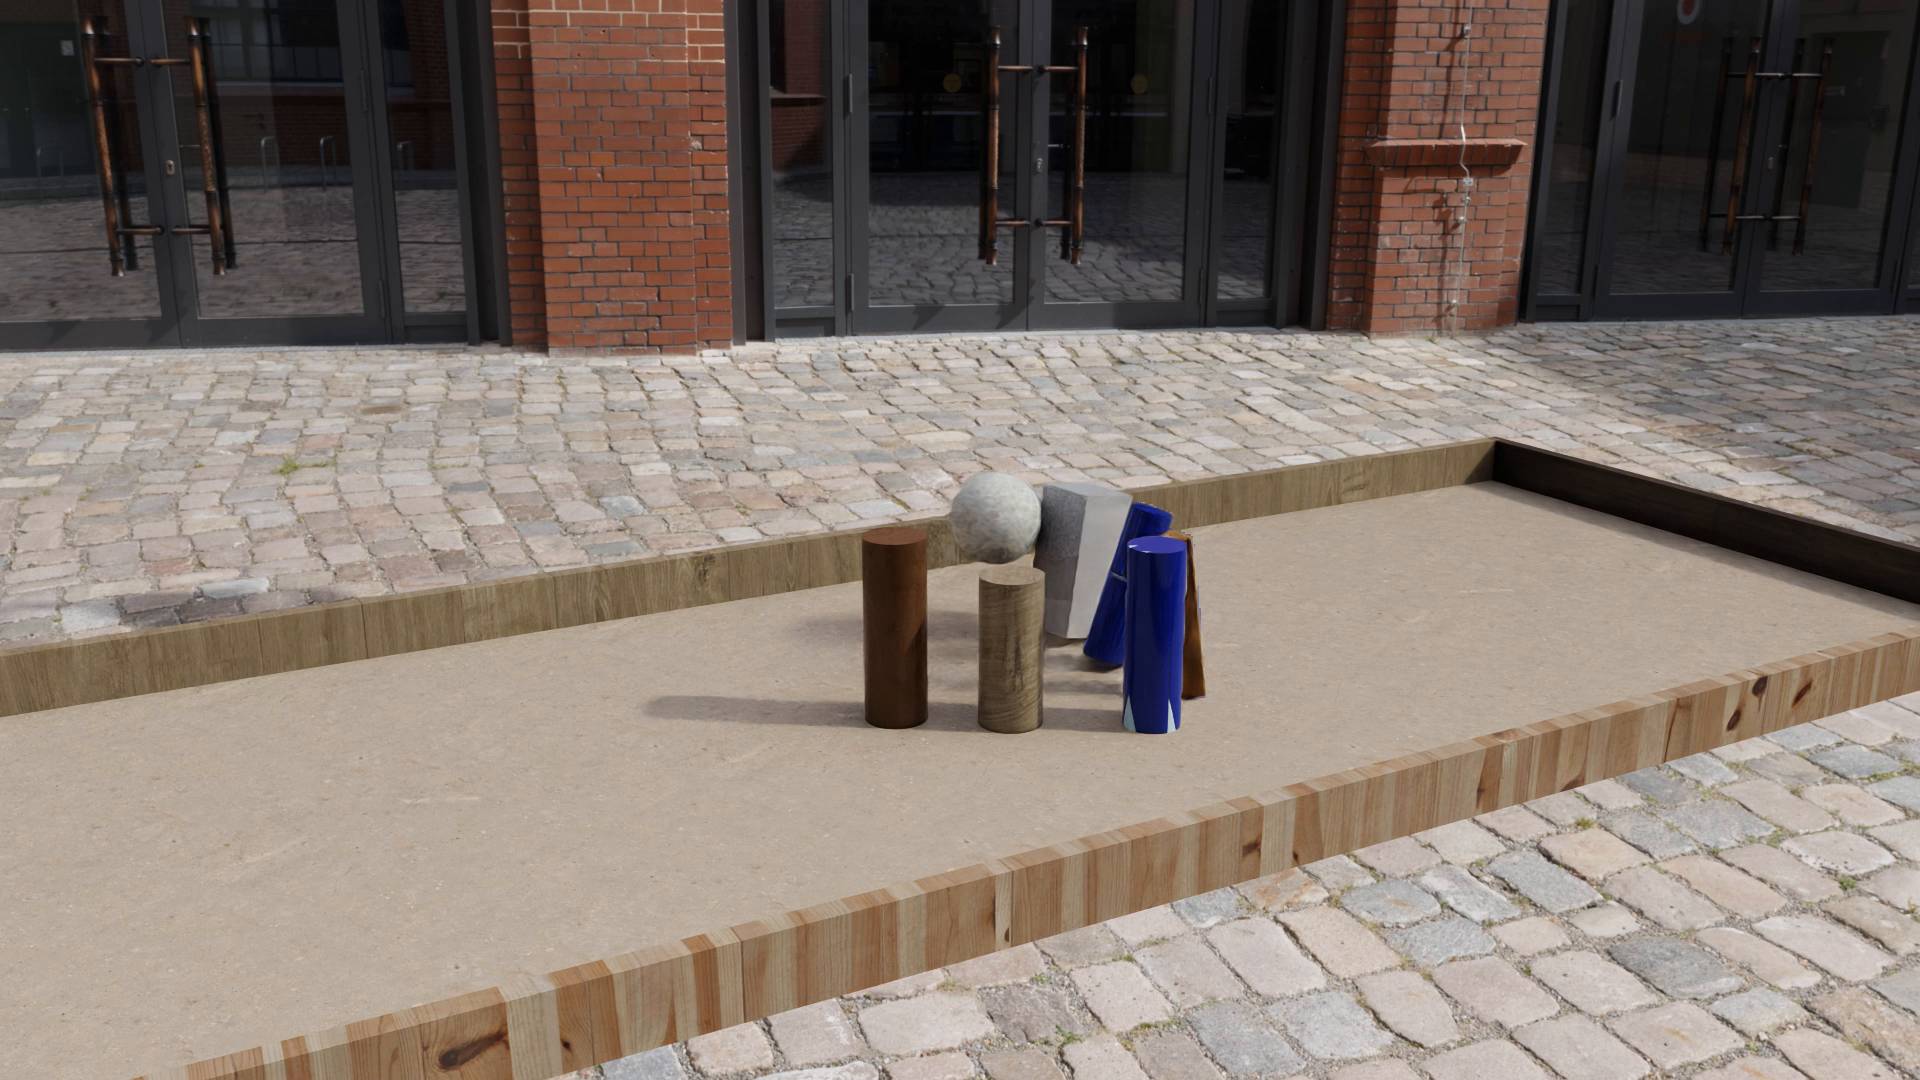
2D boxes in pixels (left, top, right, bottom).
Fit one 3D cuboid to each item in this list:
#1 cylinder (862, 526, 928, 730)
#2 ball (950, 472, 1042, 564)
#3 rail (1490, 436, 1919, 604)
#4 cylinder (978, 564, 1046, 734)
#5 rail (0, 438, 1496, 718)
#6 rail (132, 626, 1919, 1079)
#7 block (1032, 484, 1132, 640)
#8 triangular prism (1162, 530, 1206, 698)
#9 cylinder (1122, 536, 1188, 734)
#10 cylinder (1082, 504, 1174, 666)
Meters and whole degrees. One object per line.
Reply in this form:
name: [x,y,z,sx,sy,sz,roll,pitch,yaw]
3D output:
cylinder: [-0.151,0.206,3.859,0.151,0.449,0.151,0,16,0]
ball: [0.095,-0.057,4.402,0.247,0.247,0.247,0,16,0]
rail: [2.466,-0.048,5.253,0.050,0.150,2.100,-9,18,-27]
cylinder: [0.119,0.254,3.846,0.154,0.363,0.154,0,16,0]
rail: [-3.305,0.497,3.399,12.000,0.150,0.050,-9,18,-27]
rail: [-2.336,1.006,1.665,12.000,0.150,0.050,-9,18,-27]
block: [0.319,0.054,4.446,0.168,0.386,0.168,-1,13,-40]
triangular prism: [0.529,0.180,4.011,0.095,0.402,0.083,-6,17,6]
cylinder: [0.451,0.221,3.826,0.137,0.438,0.137,0,16,0]
cylinder: [0.428,0.115,4.221,0.112,0.403,0.112,17,10,-3]
